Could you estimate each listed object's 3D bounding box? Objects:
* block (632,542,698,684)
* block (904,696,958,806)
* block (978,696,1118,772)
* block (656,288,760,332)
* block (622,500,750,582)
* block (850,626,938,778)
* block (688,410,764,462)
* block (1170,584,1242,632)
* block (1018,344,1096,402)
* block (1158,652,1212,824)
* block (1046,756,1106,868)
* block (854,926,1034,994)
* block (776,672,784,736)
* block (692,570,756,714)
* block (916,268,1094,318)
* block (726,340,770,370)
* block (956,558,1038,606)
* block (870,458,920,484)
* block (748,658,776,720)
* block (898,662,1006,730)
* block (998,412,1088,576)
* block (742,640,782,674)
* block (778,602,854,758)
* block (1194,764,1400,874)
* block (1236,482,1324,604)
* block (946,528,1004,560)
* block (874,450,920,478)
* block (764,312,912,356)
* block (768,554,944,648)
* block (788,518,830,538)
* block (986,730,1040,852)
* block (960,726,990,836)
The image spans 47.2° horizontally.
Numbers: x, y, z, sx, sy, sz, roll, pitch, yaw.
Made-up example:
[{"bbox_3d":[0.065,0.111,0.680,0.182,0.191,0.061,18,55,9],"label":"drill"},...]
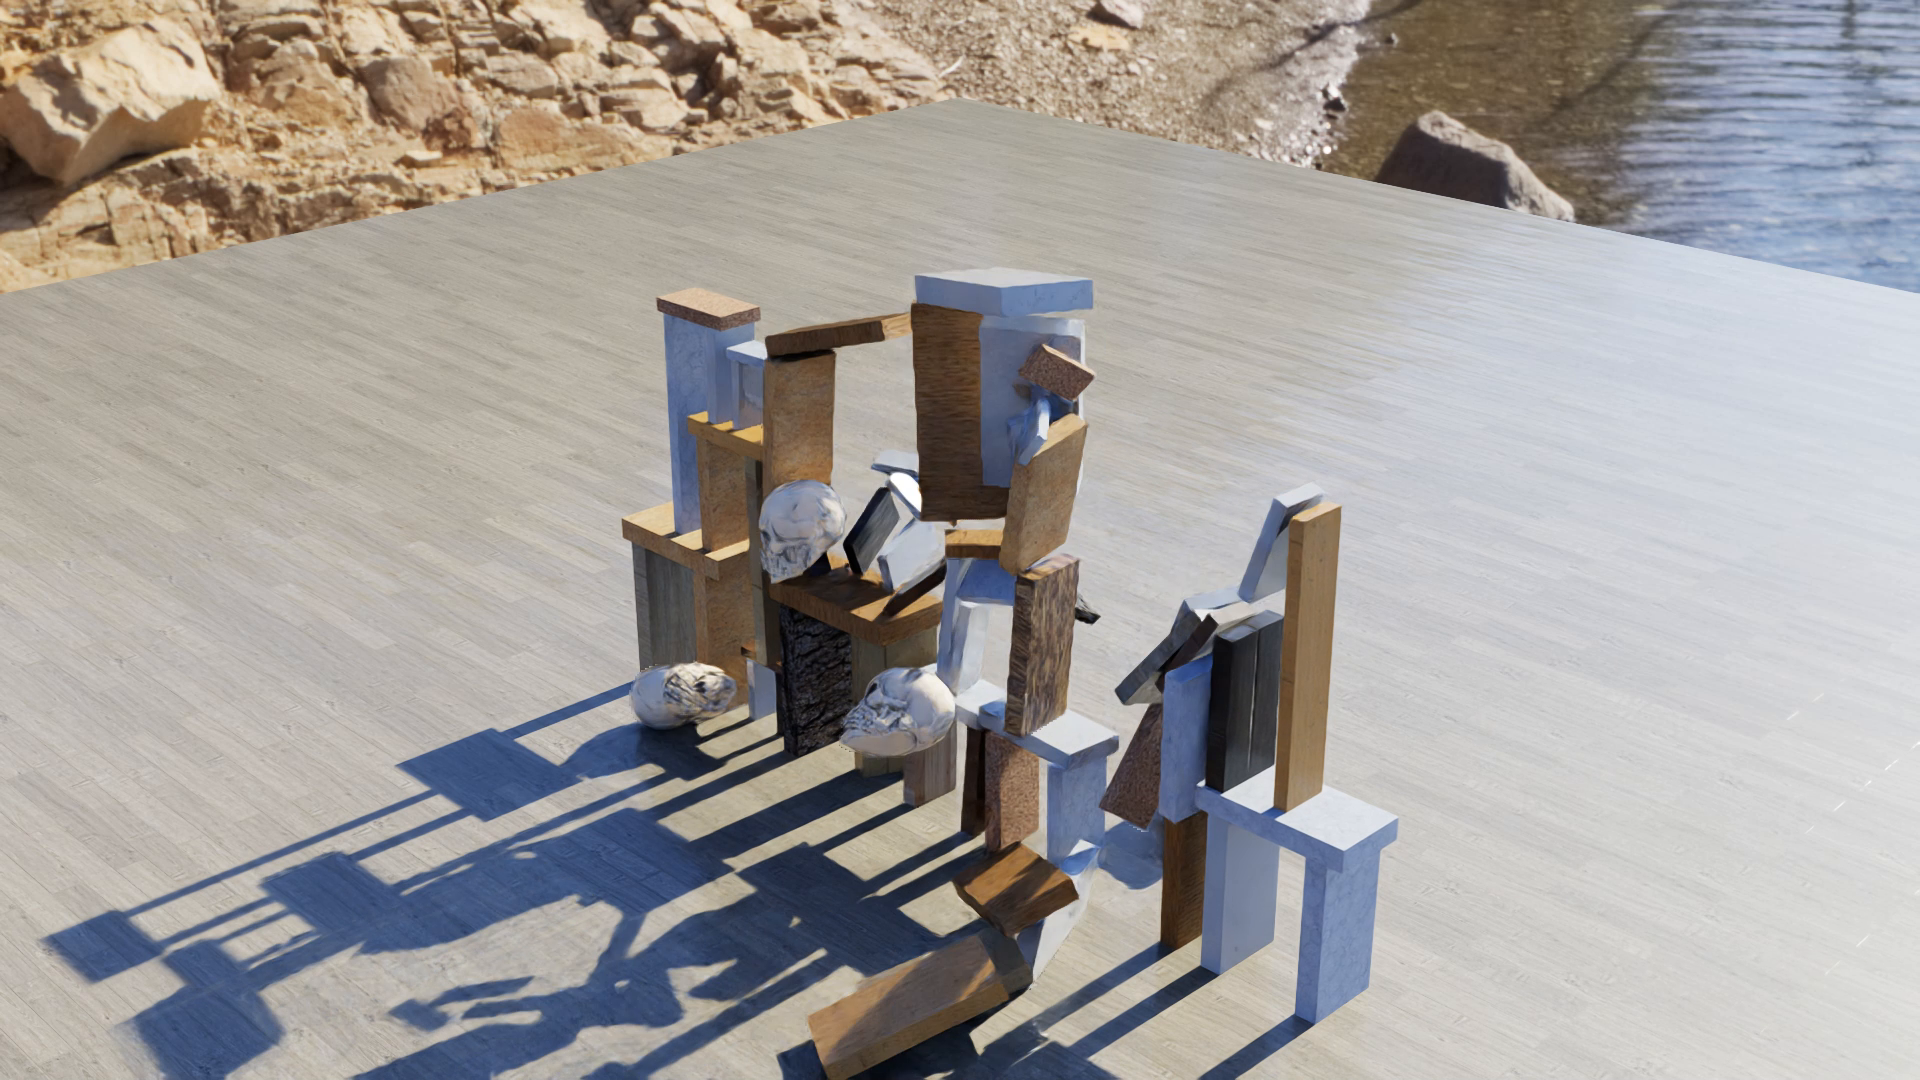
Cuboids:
[{"bbox_3d":[-0.653,0.143,4.991,0.169,0.338,0.048,-21,31,-41],"label":"block"},{"bbox_3d":[-0.059,0.414,4.476,0.118,0.236,0.033,-19,29,-41],"label":"block"},{"bbox_3d":[0.167,0.361,4.206,0.128,0.036,0.256,-18,29,-37],"label":"block"},{"bbox_3d":[-0.526,-0.483,4.596,0.211,0.030,0.105,21,31,41],"label":"block"},{"bbox_3d":[-0.574,-0.004,4.844,0.338,0.048,0.169,21,31,41],"label":"block"},{"bbox_3d":[-0.134,0.316,4.573,0.172,0.345,0.049,-9,23,-21],"label":"block"},{"bbox_3d":[-0.445,-0.227,4.616,0.126,0.036,0.252,-21,30,-40],"label":"block"},{"bbox_3d":[0.432,0.174,3.957,0.115,0.230,0.033,-14,56,-22],"label":"block"},{"bbox_3d":[0.167,-0.289,3.796,0.130,0.065,0.018,22,31,-40],"label":"block"},{"bbox_3d":[0.420,0.341,3.847,0.145,0.291,0.041,-21,35,-32],"label":"block"},{"bbox_3d":[0.222,0.525,4.193,0.036,0.256,0.128,20,30,40],"label":"block"},{"bbox_3d":[-0.029,0.766,3.799,0.285,0.040,0.143,-22,26,-6],"label":"block"},{"bbox_3d":[-0.362,0.344,4.759,0.021,0.149,0.075,22,31,40],"label":"block"},{"bbox_3d":[-0.497,0.202,4.852,0.169,0.337,0.048,-18,29,-36],"label":"block"},{"bbox_3d":[0.075,-0.448,3.959,0.180,0.051,0.359,-8,13,-24],"label":"block"},{"bbox_3d":[-0.401,-0.377,4.505,0.150,0.021,0.075,19,29,40],"label":"block"},{"bbox_3d":[0.075,0.080,4.212,0.173,0.024,0.086,3,62,48],"label":"block"},{"bbox_3d":[-0.092,-0.133,4.631,0.174,0.025,0.087,17,1,29],"label":"block"},{"bbox_3d":[-0.430,0.315,4.827,0.021,0.149,0.075,21,31,39],"label":"block"},{"bbox_3d":[-0.002,0.308,4.381,0.118,0.033,0.236,-17,28,-39],"label":"block"},{"bbox_3d":[0.149,-0.081,3.972,0.041,0.290,0.145,36,49,27],"label":"block"},{"bbox_3d":[-0.397,0.251,4.758,0.075,0.021,0.149,-21,31,-40],"label":"block"},{"bbox_3d":[-0.297,0.274,4.674,0.172,0.345,0.049,-20,30,-39],"label":"block"},{"bbox_3d":[0.578,0.469,3.793,0.315,0.045,0.158,21,31,41],"label":"block"},{"bbox_3d":[0.532,0.006,3.654,0.102,0.203,0.029,-21,49,-41],"label":"block"},{"bbox_3d":[0.063,0.008,4.225,0.182,0.026,0.091,2,20,-1],"label":"block"},{"bbox_3d":[-0.109,-0.149,4.281,0.105,0.015,0.053,12,39,28],"label":"block"},{"bbox_3d":[-0.233,-0.411,4.380,0.283,0.040,0.141,-4,11,32],"label":"block"},{"bbox_3d":[-0.216,0.121,4.528,0.172,0.049,0.345,-21,30,-40],"label":"block"},{"bbox_3d":[-0.326,-0.034,4.583,0.096,0.014,0.048,21,32,28],"label":"block"},{"bbox_3d":[0.104,0.475,4.313,0.036,0.256,0.128,16,28,35],"label":"block"},{"bbox_3d":[0.059,0.460,4.367,0.033,0.236,0.118,21,28,35],"label":"block"}]
